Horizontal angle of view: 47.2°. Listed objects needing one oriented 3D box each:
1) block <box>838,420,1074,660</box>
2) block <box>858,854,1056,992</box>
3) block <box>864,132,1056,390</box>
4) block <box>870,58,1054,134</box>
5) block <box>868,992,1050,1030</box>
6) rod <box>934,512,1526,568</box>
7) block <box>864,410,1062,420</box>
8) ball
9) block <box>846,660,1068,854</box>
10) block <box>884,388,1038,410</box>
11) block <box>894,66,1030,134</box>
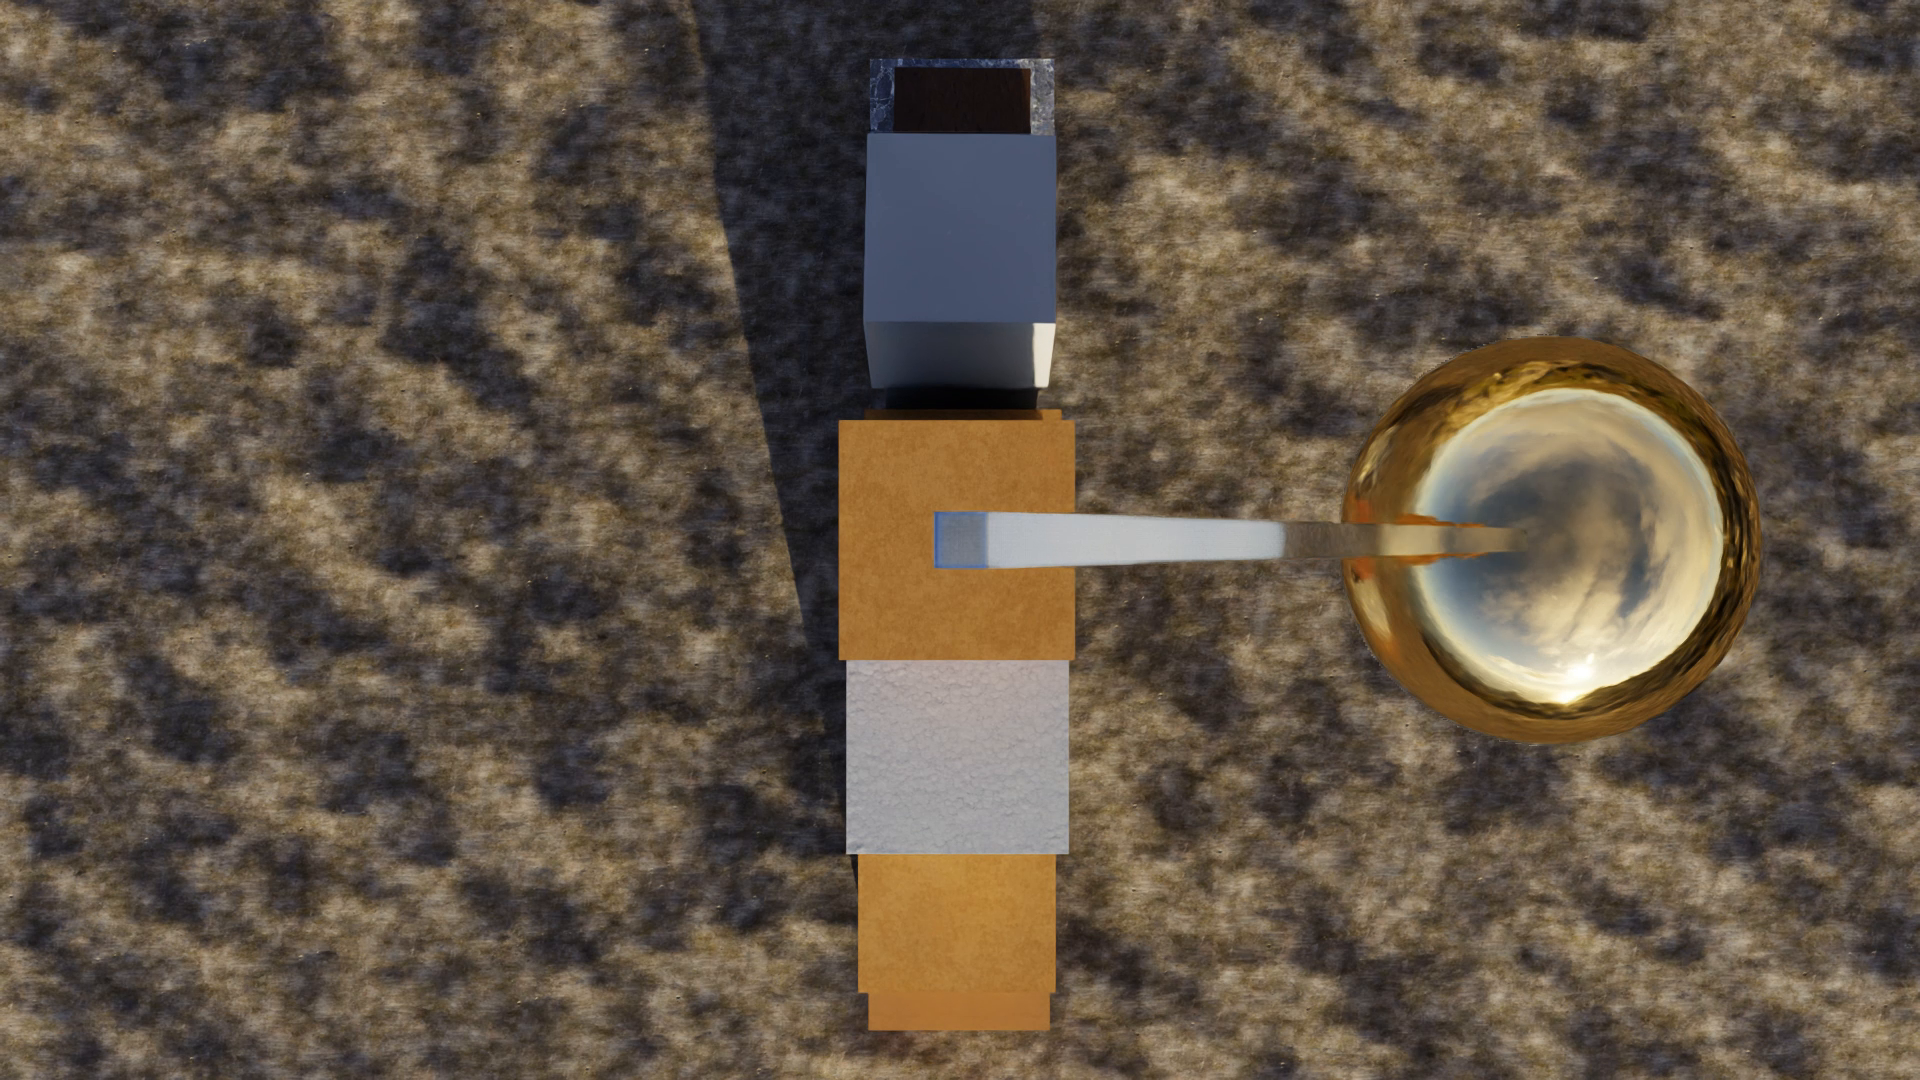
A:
[{"bbox_3d":[-0.009,0.001,6.750,0.693,0.590,0.704,0,90,0],"label":"block"},{"bbox_3d":[-0.015,1.754,11.397,0.980,0.980,0.989,0,90,0],"label":"block"},{"bbox_3d":[0.003,-1.350,10.849,0.896,1.037,0.945,1,76,0],"label":"block"},{"bbox_3d":[0.012,-2.102,12.559,1.016,0.882,1.099,0,90,0],"label":"block"},{"bbox_3d":[-0.004,2.190,12.443,0.979,1.113,0.922,0,90,0],"label":"block"},{"bbox_3d":[0.994,0.000,5.475,0.080,5.200,0.080,0,90,22],"label":"rod"},{"bbox_3d":[0.015,-0.194,11.611,0.998,0.950,0.935,0,90,0],"label":"block"},{"bbox_3d":[2.295,0.000,8.617,1.600,1.600,1.600,0,90,0],"label":"ball"},{"bbox_3d":[-0.011,0.976,10.399,1.000,1.027,0.880,0,89,0],"label":"block"},{"bbox_3d":[0.005,-1.172,11.754,0.809,0.806,0.847,0,76,0],"label":"block"},{"bbox_3d":[0.009,-2.086,11.754,0.706,0.728,0.721,1,90,0],"label":"block"}]
